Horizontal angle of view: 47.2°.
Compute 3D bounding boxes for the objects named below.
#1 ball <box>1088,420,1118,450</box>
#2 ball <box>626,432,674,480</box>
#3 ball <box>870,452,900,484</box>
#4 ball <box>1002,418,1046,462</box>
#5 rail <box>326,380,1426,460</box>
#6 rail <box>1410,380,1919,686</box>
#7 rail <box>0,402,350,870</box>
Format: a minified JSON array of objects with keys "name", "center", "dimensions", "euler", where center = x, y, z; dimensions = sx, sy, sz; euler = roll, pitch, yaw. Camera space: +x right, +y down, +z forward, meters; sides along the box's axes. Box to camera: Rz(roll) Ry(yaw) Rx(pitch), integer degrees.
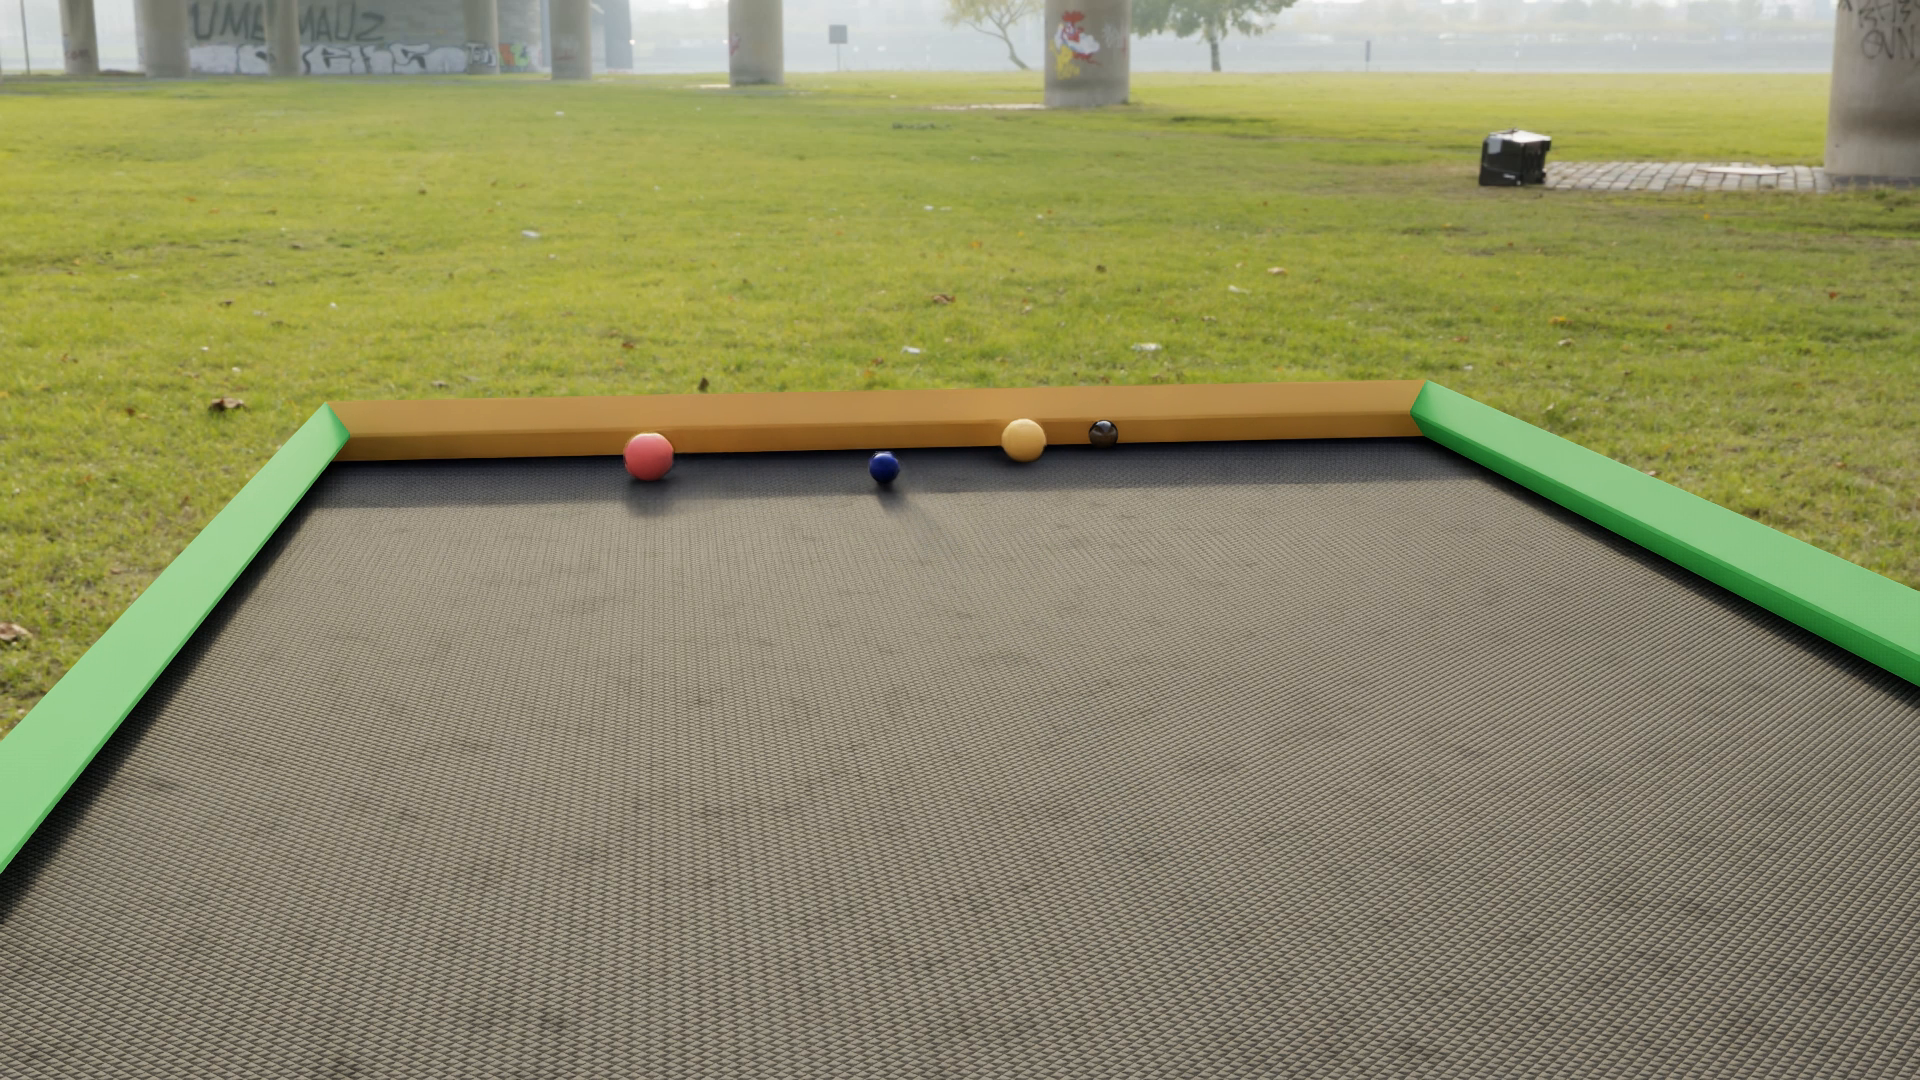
[{"name":"ball","center":[0.251,-0.184,3.853],"dimensions":[0.052,0.052,0.052],"euler":[0,13,0]},{"name":"ball","center":[-0.504,-0.136,3.575],"dimensions":[0.078,0.078,0.078],"euler":[0,13,0]},{"name":"ball","center":[-0.122,-0.116,3.551],"dimensions":[0.049,0.049,0.049],"euler":[0,13,0]},{"name":"ball","center":[0.107,-0.169,3.731],"dimensions":[0.074,0.074,0.074],"euler":[0,13,0]},{"name":"rail","center":[-0.113,-0.207,3.836],"dimensions":[1.938,0.102,0.045],"euler":[-2,13,-7]},{"name":"rail","center":[1.053,0.141,2.274],"dimensions":[0.045,0.102,3.529],"euler":[-2,13,-7]},{"name":"rail","center":[-0.821,0.196,2.031],"dimensions":[0.045,0.102,3.529],"euler":[-2,13,-7]}]
